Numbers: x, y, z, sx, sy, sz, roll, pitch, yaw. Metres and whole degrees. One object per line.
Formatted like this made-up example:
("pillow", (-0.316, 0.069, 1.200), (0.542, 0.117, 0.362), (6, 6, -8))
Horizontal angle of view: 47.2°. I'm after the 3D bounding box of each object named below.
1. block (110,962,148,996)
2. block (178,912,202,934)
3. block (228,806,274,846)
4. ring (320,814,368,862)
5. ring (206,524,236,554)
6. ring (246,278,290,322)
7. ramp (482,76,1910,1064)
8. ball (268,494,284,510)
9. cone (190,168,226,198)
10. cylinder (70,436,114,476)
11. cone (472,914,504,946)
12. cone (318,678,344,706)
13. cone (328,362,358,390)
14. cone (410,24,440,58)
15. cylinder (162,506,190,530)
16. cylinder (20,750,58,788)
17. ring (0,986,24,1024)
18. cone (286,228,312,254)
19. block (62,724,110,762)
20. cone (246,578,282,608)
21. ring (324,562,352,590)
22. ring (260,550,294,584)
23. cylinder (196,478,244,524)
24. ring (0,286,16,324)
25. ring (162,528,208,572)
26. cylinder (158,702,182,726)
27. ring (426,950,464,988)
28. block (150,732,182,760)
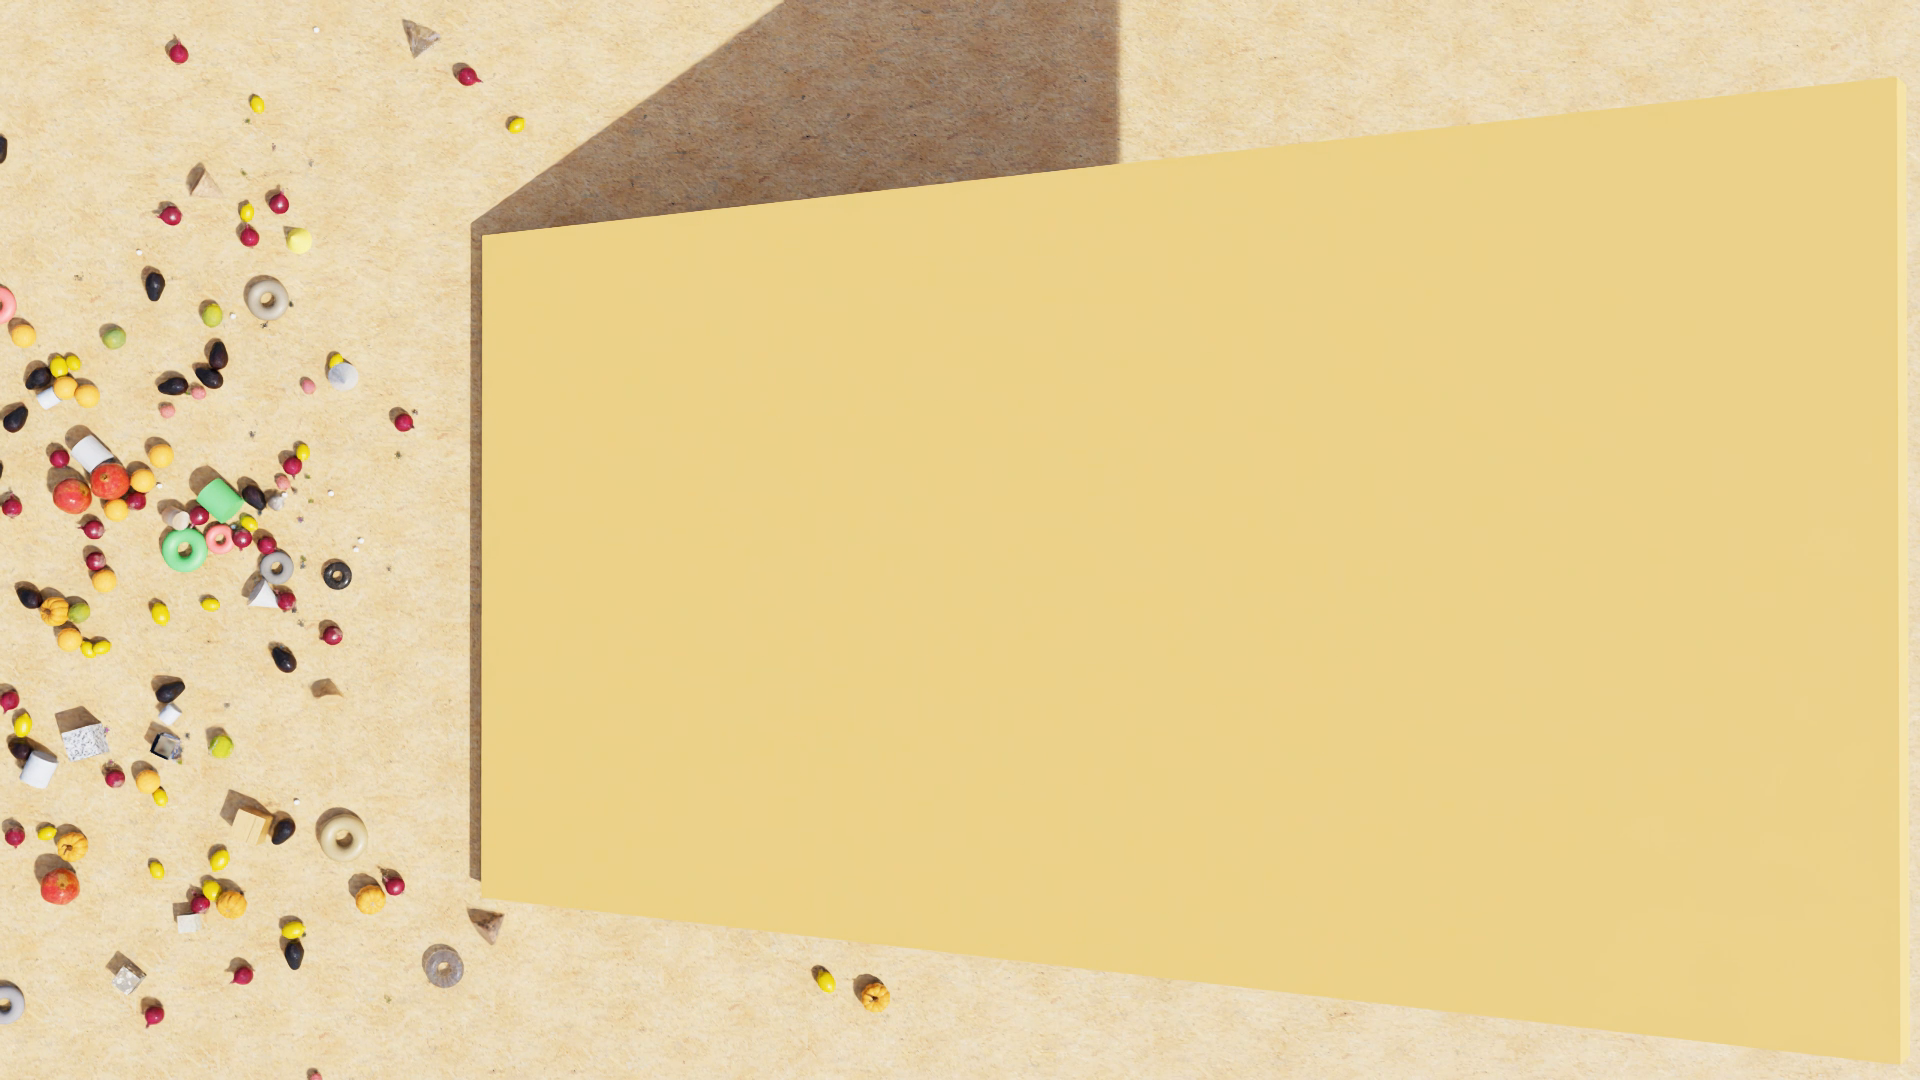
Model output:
("block", (-2.526, 1.334, 6.685), (0.063, 0.063, 0.063), (38, 90, 0))
("block", (-2.345, 1.164, 6.692), (0.052, 0.052, 0.052), (-5, 90, 0))
("block", (-2.151, 0.868, 6.677), (0.087, 0.087, 0.087), (21, 90, 0))
("ring", (-1.876, 0.908, 6.696), (0.148, 0.049, 0.148), (0, 90, -1))
("ring", (-2.257, -0.002, 6.713), (0.093, 0.031, 0.093), (0, 89, -2))
("ring", (-2.113, -0.733, 6.713), (0.130, 0.043, 0.130), (0, 91, -1))
("ramp", (0.255, 0.070, 5.588), (4.000, 0.100, 2.000), (0, 89, 33))
("ball", (-2.084, -0.115, 6.704), (0.050, 0.050, 0.050), (0, 90, 0))
("cone", (-2.284, -1.069, 6.716), (0.095, 0.095, 0.095), (30, 90, -26))
("cylinder", (-2.639, -0.258, 6.687), (0.087, 0.087, 0.087), (44, 90, 0))
("cone", (-1.419, 1.169, 6.698), (0.091, 0.091, 0.091), (46, 63, 0))
("cone", (-1.923, 0.454, 6.707), (0.078, 0.078, 0.078), (-12, 63, 0))
("cone", (-1.870, -0.485, 6.673), (0.089, 0.089, 0.089), (-6, 109, -16))
("cone", (-1.651, -1.509, 6.720), (0.095, 0.095, 0.095), (34, 116, 0))
("cylinder", (-2.385, -0.067, 6.688), (0.059, 0.059, 0.059), (22, 89, 33))
("cylinder", (-2.797, 0.698, 6.680), (0.085, 0.085, 0.085), (26, 90, 0))
("ring", (-2.908, 1.415, 6.697), (0.120, 0.040, 0.120), (0, 88, -1))
("cone", (-2.024, -0.917, 6.696), (0.080, 0.080, 0.080), (0, 90, 0))
("block", (-2.655, 0.615, 6.678), (0.090, 0.090, 0.090), (-16, 90, 0))
("cone", (-2.105, 0.183, 6.705), (0.097, 0.097, 0.097), (36, 90, -26))
("ring", (-1.899, 0.110, 6.713), (0.087, 0.029, 0.087), (0, 89, -1))
("ring", (-2.085, 0.085, 6.710), (0.104, 0.035, 0.104), (0, 88, 0))
("cylinder", (-2.247, -0.120, 6.681), (0.098, 0.098, 0.098), (43, 90, 0))
("ring", (-2.941, -0.716, 6.715), (0.118, 0.039, 0.118), (0, 89, 1))
("ring", (-2.363, 0.030, 6.705), (0.140, 0.047, 0.140), (0, 89, 1))
("cylinder", (-2.406, 0.530, 6.699), (0.050, 0.050, 0.050), (42, 89, 0))
("ring", (-1.569, 1.307, 6.698), (0.119, 0.040, 0.119), (0, 91, 0))
("block", (-2.416, 0.628, 6.693), (0.061, 0.061, 0.061), (25, 90, 0))
